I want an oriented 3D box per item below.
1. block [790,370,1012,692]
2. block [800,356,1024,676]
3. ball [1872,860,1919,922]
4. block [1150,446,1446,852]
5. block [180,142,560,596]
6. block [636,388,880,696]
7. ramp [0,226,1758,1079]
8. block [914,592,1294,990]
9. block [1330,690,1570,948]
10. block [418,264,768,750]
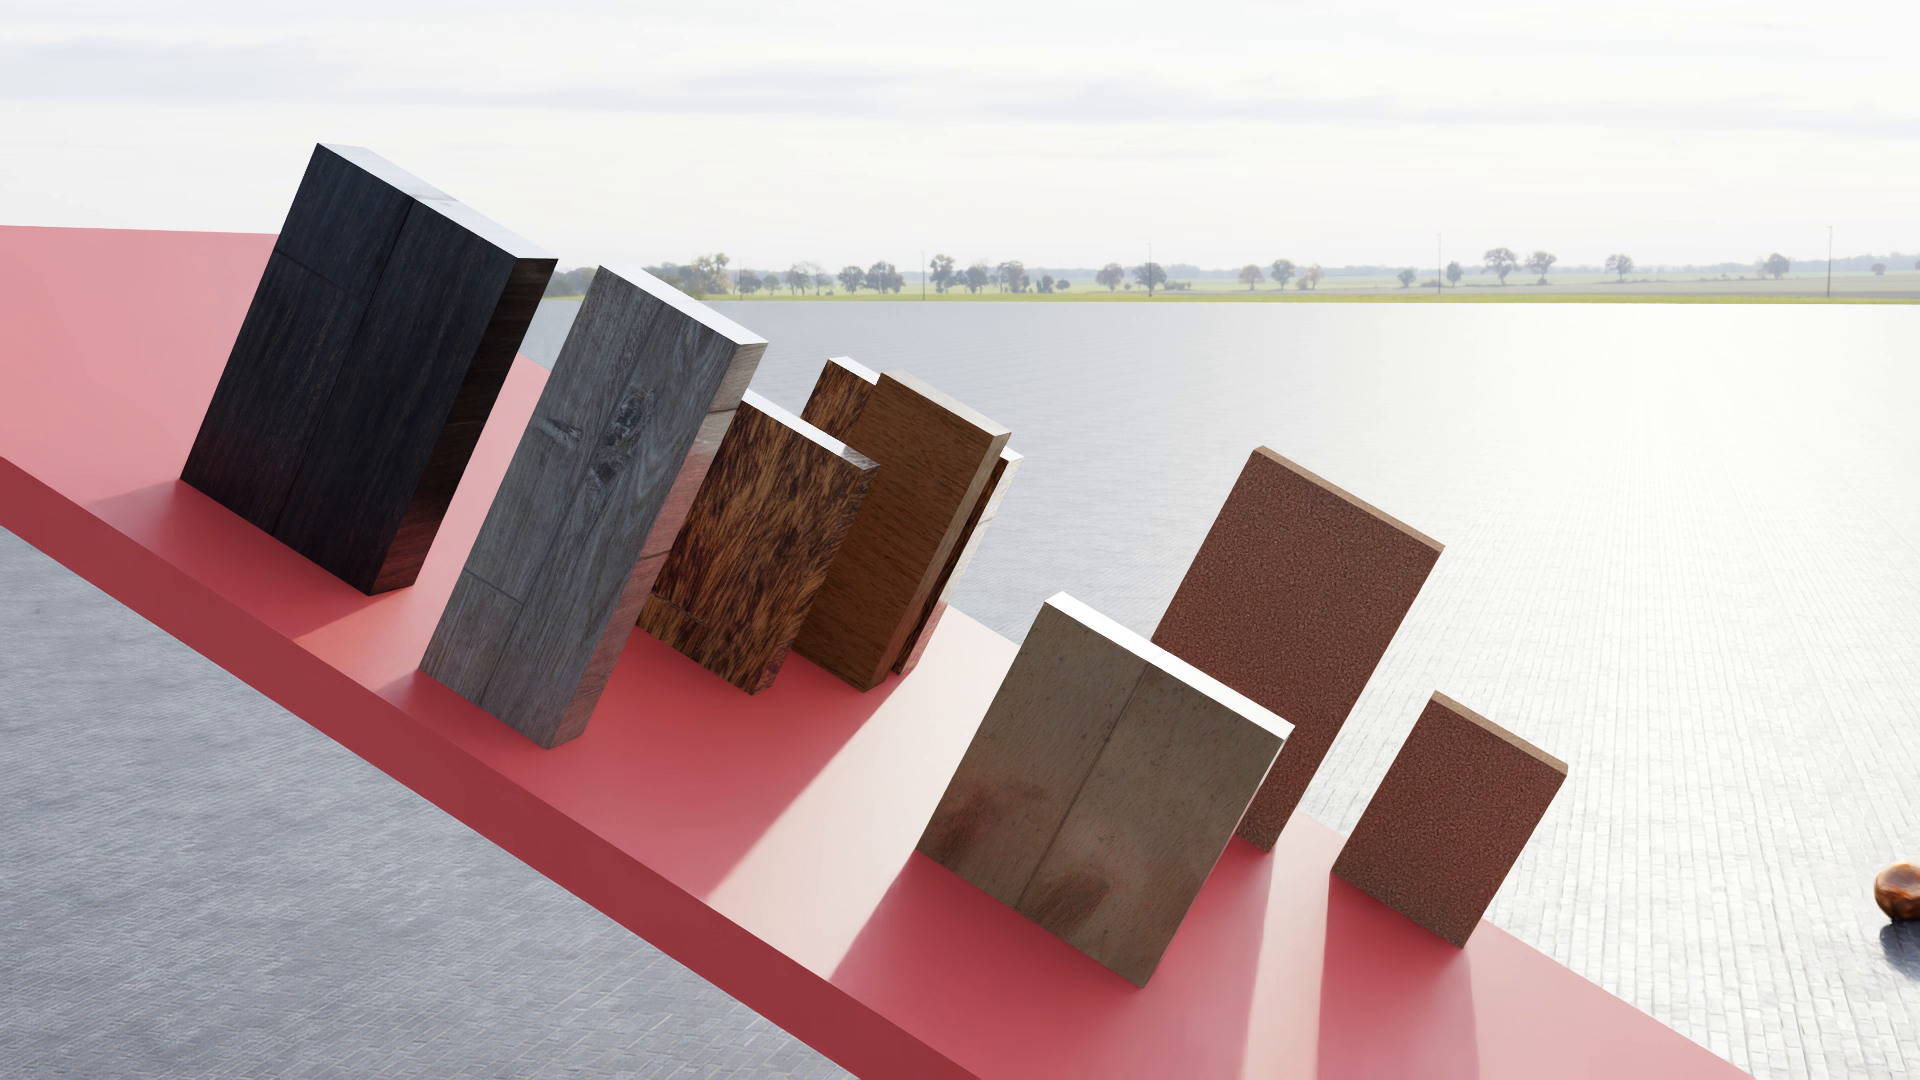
[{"bbox_3d":[-0.151,-0.018,4.303,0.254,0.573,0.124,30,14,12],"label":"block"},{"bbox_3d":[-0.179,-0.051,4.518,0.430,0.502,0.110,30,14,12],"label":"block"},{"bbox_3d":[2.708,1.006,6.293,0.177,0.177,0.177,0,7,0],"label":"ball"},{"bbox_3d":[0.635,0.225,4.562,0.427,0.721,0.119,30,14,12],"label":"block"},{"bbox_3d":[-0.979,-0.281,3.627,0.399,0.619,0.140,30,14,12],"label":"block"},{"bbox_3d":[-0.415,-0.015,4.019,0.364,0.471,0.095,30,14,12],"label":"block"},{"bbox_3d":[-0.225,0.375,4.149,4.000,0.100,2.000,30,14,12],"label":"ramp"},{"bbox_3d":[0.236,0.412,3.648,0.445,0.486,0.112,30,14,12],"label":"block"},{"bbox_3d":[1.021,0.582,4.595,0.312,0.431,0.104,30,14,12],"label":"block"},{"bbox_3d":[-0.567,-0.049,3.375,0.251,0.705,0.115,30,14,12],"label":"block"}]
